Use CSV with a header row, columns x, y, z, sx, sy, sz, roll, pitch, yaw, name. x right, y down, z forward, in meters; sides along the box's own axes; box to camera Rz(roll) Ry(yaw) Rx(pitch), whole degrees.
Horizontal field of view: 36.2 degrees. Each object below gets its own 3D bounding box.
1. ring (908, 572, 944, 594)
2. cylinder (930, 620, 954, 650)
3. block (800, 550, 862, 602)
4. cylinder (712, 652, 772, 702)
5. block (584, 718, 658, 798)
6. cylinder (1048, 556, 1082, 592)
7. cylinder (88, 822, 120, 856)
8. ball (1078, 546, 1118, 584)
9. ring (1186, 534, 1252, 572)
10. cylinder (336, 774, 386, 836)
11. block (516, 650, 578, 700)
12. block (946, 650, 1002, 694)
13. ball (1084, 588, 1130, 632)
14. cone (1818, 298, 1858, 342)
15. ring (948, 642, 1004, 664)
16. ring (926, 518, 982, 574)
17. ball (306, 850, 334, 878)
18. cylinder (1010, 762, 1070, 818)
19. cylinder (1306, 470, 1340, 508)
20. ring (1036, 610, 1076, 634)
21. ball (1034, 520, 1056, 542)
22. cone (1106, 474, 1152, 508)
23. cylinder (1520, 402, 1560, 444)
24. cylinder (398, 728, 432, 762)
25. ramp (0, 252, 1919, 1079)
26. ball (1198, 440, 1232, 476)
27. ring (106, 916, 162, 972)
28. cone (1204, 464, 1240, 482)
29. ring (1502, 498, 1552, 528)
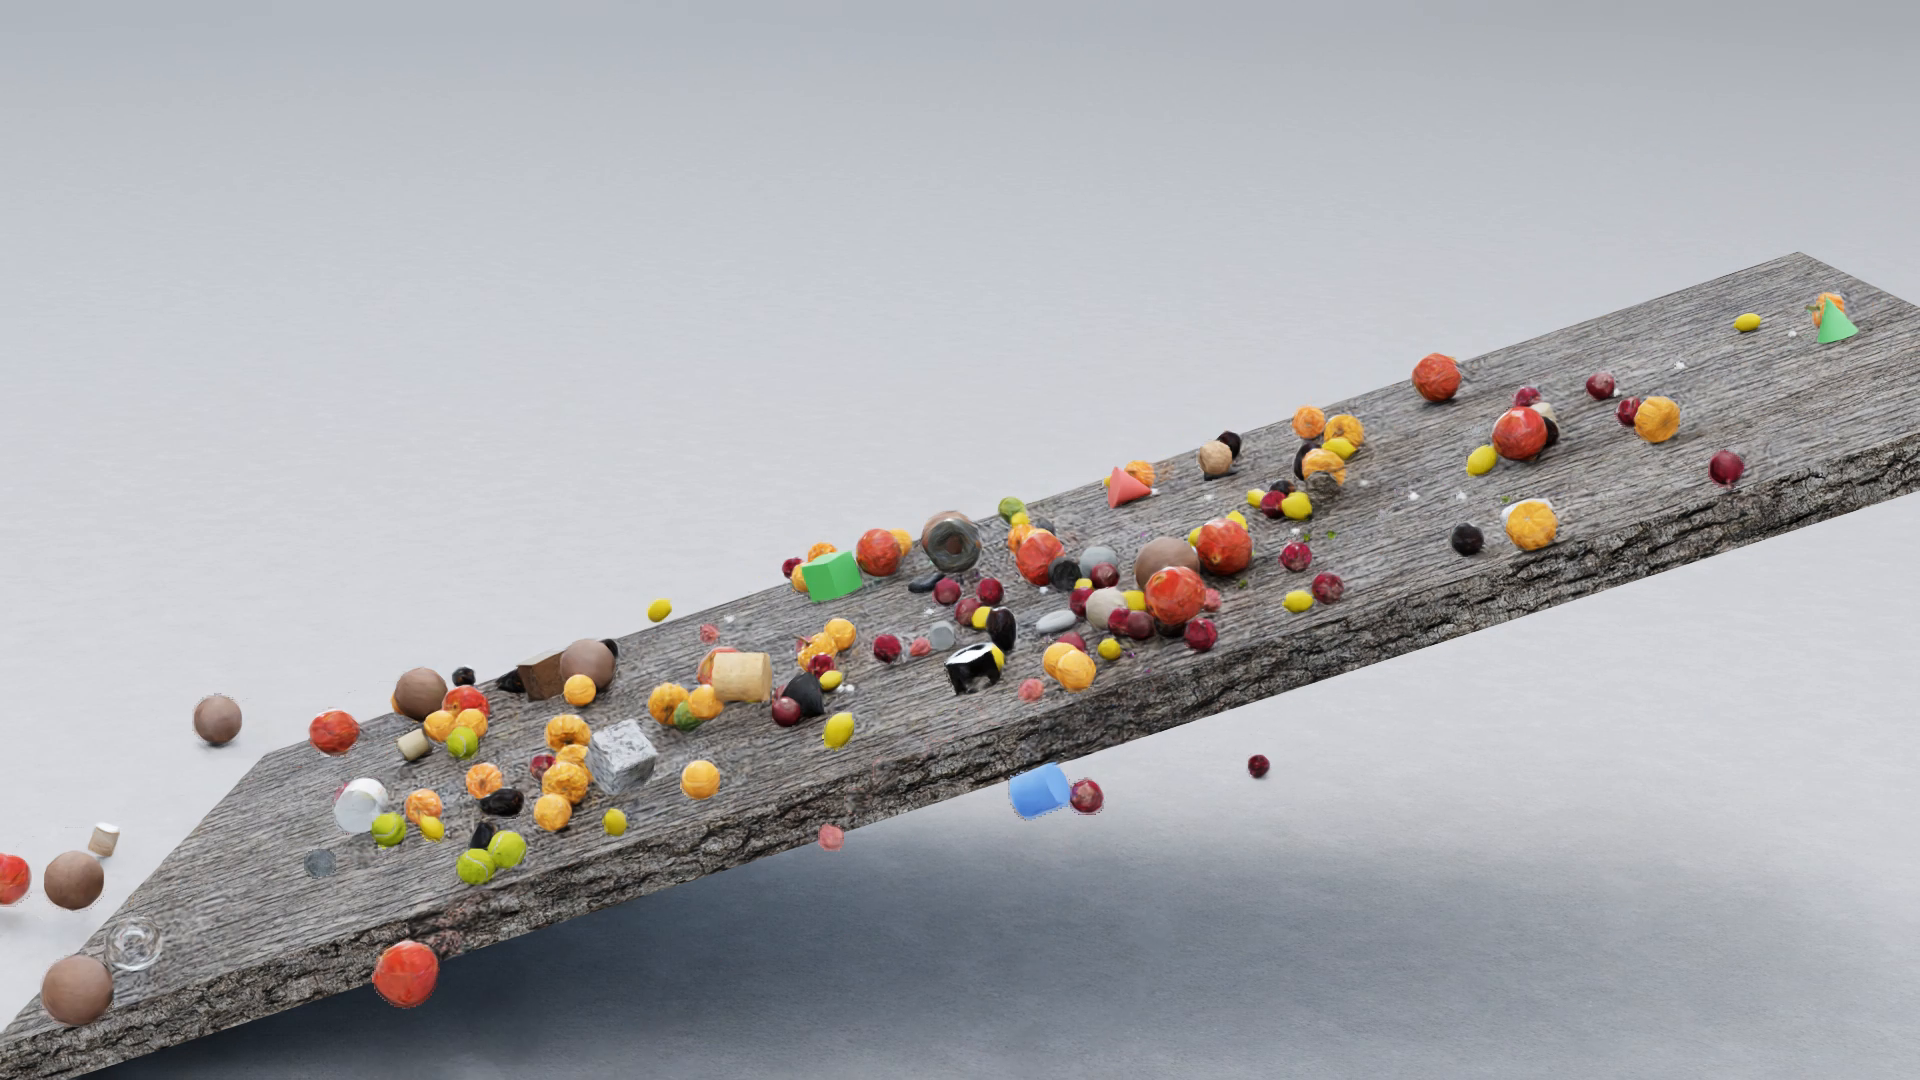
x,y,z,sx,sy,sz,roll,pitch,yaw,name
-0.078,0.098,6.689,0.084,0.028,0.084,-18,12,4,ring
-0.037,0.197,6.064,0.051,0.051,0.051,0,11,-1,cylinder
-0.304,0.086,6.977,0.089,0.089,0.089,-9,15,42,block
-0.431,0.271,5.819,0.098,0.098,0.098,0,12,7,cylinder
-0.648,0.416,5.611,0.093,0.093,0.093,-22,61,-33,block
0.221,0.071,6.201,0.065,0.065,0.065,-1,8,-6,cylinder
-2.016,0.705,6.928,0.060,0.060,0.060,21,6,-2,cylinder
0.289,0.052,6.145,0.080,0.080,0.080,0,12,0,ball
0.525,0.026,5.960,0.138,0.046,0.138,-19,12,4,ring
-1.271,0.564,6.244,0.096,0.096,0.096,-4,35,-16,cylinder
-0.979,0.320,6.976,0.091,0.091,0.091,-26,12,-30,block
0.026,0.253,5.643,0.065,0.065,0.065,-28,14,-39,block
0.286,0.135,5.721,0.086,0.086,0.086,0,12,0,ball
1.799,-0.461,6.067,0.085,0.085,0.085,-19,11,4,cone
0.030,0.236,5.792,0.117,0.039,0.117,-18,12,4,ring
-0.014,0.013,6.660,0.125,0.125,0.042,2,7,10,ring
-1.296,0.655,5.959,0.055,0.055,0.055,0,12,0,ball
0.141,0.442,5.195,0.077,0.077,0.077,-24,1,27,cylinder
0.758,-0.107,6.150,0.068,0.068,0.068,0,12,2,cylinder
0.192,0.165,5.893,0.083,0.028,0.083,-18,12,4,ring
0.194,-0.019,6.736,0.052,0.052,0.052,0,12,0,ball
0.408,-0.117,6.876,0.098,0.098,0.098,-16,16,-17,cone
1.194,-0.240,6.050,0.063,0.063,0.063,-24,17,8,cylinder
-1.255,0.472,6.768,0.060,0.060,0.060,-26,15,-4,cylinder
0.107,0.180,6.305,4.000,0.100,2.000,-18,11,6,ramp
0.583,-0.187,6.723,0.079,0.079,0.079,0,12,0,ball
-1.597,0.781,5.688,0.109,0.109,0.036,-6,1,-27,ring
0.611,-0.164,6.785,0.075,0.075,0.075,-8,7,30,cone
1.052,-0.050,5.463,0.097,0.032,0.097,-18,12,4,ring
